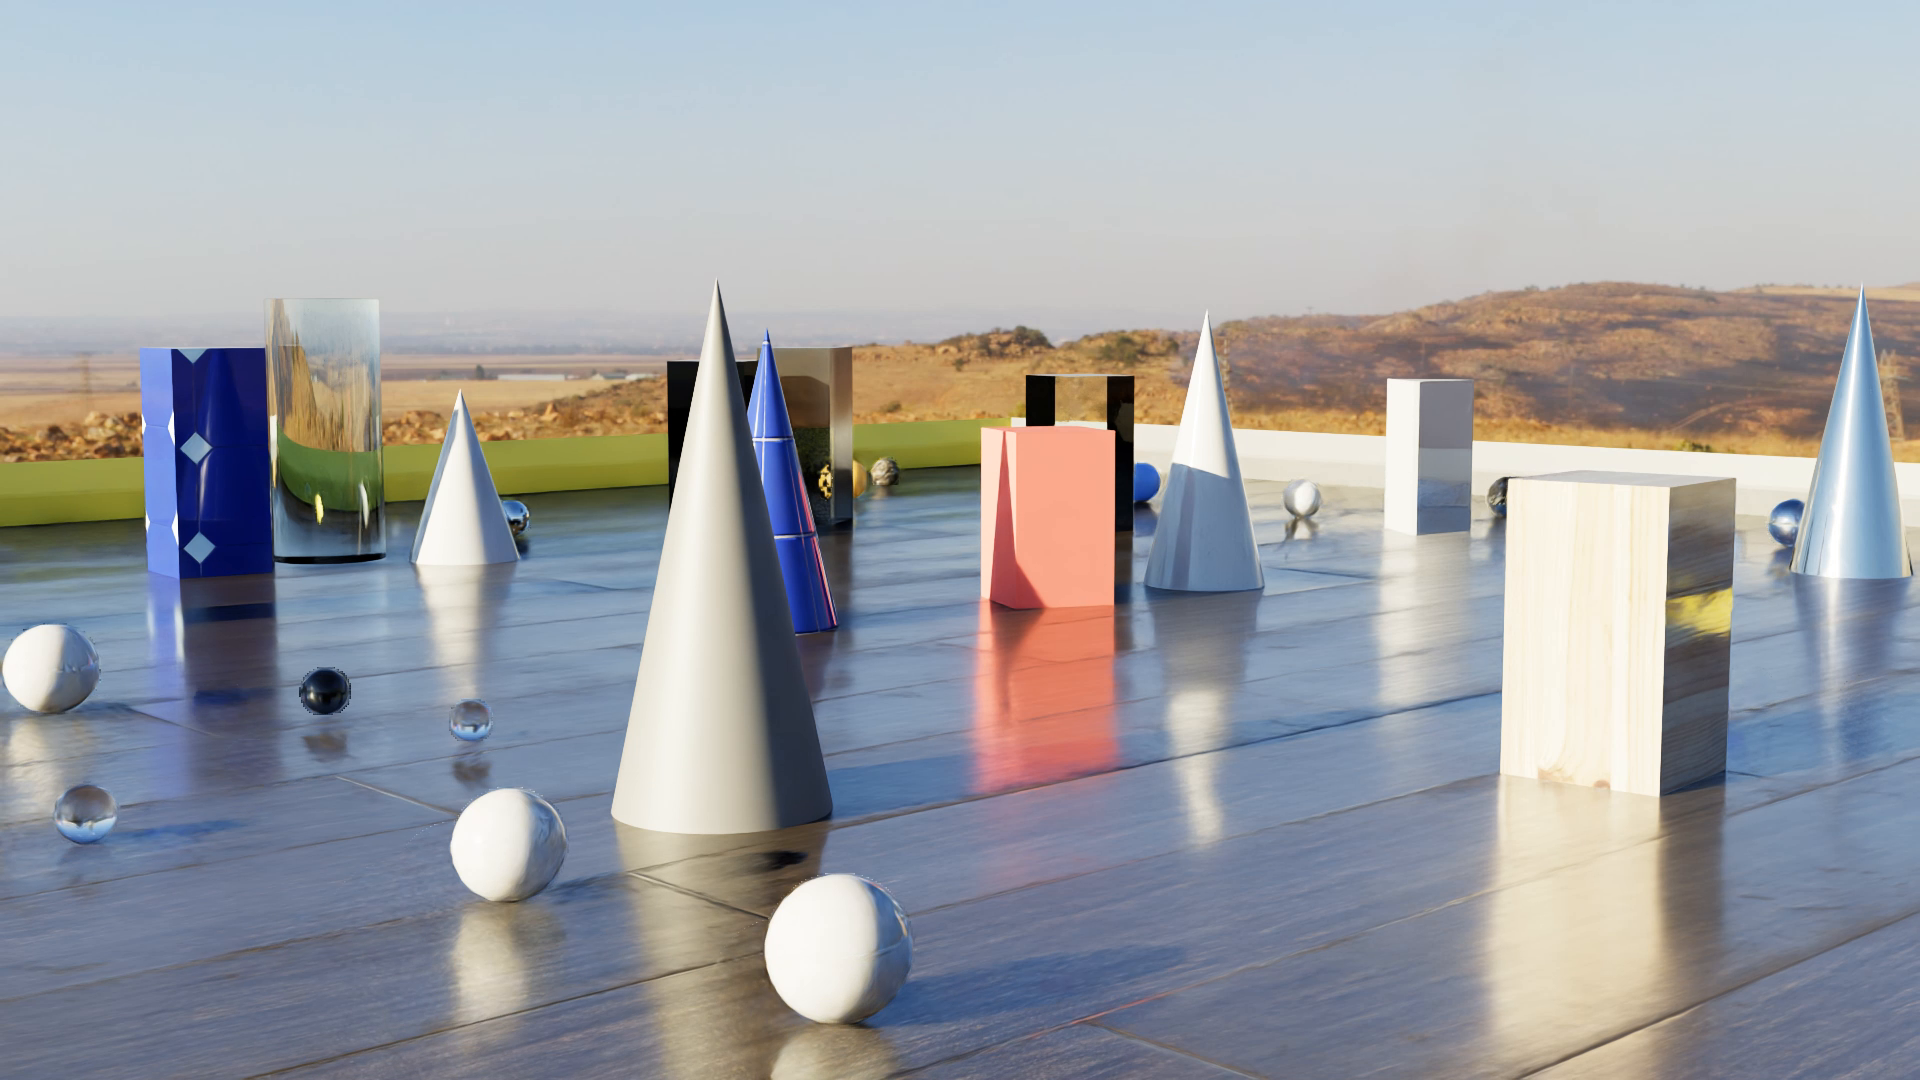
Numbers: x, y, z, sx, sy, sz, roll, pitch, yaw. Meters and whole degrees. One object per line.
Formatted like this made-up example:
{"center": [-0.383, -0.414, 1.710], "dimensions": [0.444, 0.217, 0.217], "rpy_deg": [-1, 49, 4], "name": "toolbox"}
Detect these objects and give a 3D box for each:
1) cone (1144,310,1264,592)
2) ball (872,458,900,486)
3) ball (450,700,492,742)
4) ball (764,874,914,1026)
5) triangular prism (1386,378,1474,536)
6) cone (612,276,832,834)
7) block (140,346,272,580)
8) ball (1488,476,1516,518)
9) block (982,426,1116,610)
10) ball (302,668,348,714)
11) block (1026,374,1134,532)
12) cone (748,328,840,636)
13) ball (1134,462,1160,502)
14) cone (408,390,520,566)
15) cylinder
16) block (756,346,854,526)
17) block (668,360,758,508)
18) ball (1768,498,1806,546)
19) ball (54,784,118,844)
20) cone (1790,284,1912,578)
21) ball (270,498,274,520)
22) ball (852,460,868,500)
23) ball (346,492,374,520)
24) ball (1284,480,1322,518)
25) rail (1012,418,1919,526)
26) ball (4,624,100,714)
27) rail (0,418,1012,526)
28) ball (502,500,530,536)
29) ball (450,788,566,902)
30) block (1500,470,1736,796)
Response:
{"center": [0.400, -0.151, 3.579], "dimensions": [0.198, 0.447, 0.198], "rpy_deg": [0, 6, 0], "name": "cone"}
{"center": [-0.189, -0.171, 5.583], "dimensions": [0.071, 0.071, 0.071], "rpy_deg": [0, 6, 0], "name": "ball"}
{"center": [-0.508, 0.187, 2.282], "dimensions": [0.042, 0.042, 0.042], "rpy_deg": [0, 6, 0], "name": "ball"}
{"center": [-0.076, 0.256, 1.378], "dimensions": [0.093, 0.093, 0.093], "rpy_deg": [0, 6, 0], "name": "ball"}
{"center": [0.925, -0.173, 4.467], "dimensions": [0.172, 0.305, 0.149], "rpy_deg": [-5, 7, -37], "name": "triangular prism"}
{"center": [-0.213, 0.004, 1.951], "dimensions": [0.198, 0.475, 0.198], "rpy_deg": [0, 6, 0], "name": "cone"}
{"center": [-1.286, -0.136, 3.751], "dimensions": [0.159, 0.382, 0.159], "rpy_deg": [-5, 8, -38], "name": "block"}
{"center": [1.183, -0.093, 4.742], "dimensions": [0.090, 0.090, 0.090], "rpy_deg": [0, 6, 0], "name": "ball"}
{"center": [0.134, -0.038, 3.378], "dimensions": [0.159, 0.264, 0.159], "rpy_deg": [-2, 6, -18], "name": "block"}
{"center": [-0.703, 0.168, 2.435], "dimensions": [0.050, 0.050, 0.050], "rpy_deg": [0, 6, 0], "name": "ball"}
{"center": [0.243, -0.178, 4.476], "dimensions": [0.159, 0.314, 0.159], "rpy_deg": [-4, 7, -31], "name": "block"}
{"center": [-0.270, -0.088, 3.093], "dimensions": [0.198, 0.423, 0.198], "rpy_deg": [0, 6, 0], "name": "cone"}
{"center": [0.423, -0.136, 5.142], "dimensions": [0.092, 0.092, 0.092], "rpy_deg": [0, 6, 0], "name": "ball"}
{"center": [-0.893, -0.119, 3.944], "dimensions": [0.198, 0.307, 0.198], "rpy_deg": [0, 6, 0], "name": "cone"}
{"center": [-1.139, -0.199, 3.947], "dimensions": [0.198, 0.465, 0.198], "rpy_deg": [0, 6, 0], "name": "cylinder"}
{"center": [-0.327, -0.224, 4.658], "dimensions": [0.159, 0.368, 0.159], "rpy_deg": [2, 6, 14], "name": "block"}
{"center": [-0.490, -0.191, 4.452], "dimensions": [0.159, 0.345, 0.159], "rpy_deg": [1, 6, 10], "name": "block"}
{"center": [1.575, -0.032, 4.158], "dimensions": [0.091, 0.091, 0.091], "rpy_deg": [0, 6, 0], "name": "ball"}
{"center": [-0.733, 0.229, 1.844], "dimensions": [0.050, 0.050, 0.050], "rpy_deg": [0, 6, 0], "name": "ball"}
{"center": [1.525, -0.192, 3.740], "dimensions": [0.198, 0.494, 0.198], "rpy_deg": [0, 6, 0], "name": "cone"}
{"center": [-1.414, -0.058, 4.377], "dimensions": [0.097, 0.097, 0.097], "rpy_deg": [0, 6, 0], "name": "ball"}
{"center": [-0.266, -0.143, 5.185], "dimensions": [0.097, 0.097, 0.097], "rpy_deg": [0, 6, 0], "name": "ball"}
{"center": [-1.284, -0.074, 4.705], "dimensions": [0.059, 0.059, 0.059], "rpy_deg": [0, 6, 0], "name": "ball"}
{"center": [0.739, -0.090, 4.744], "dimensions": [0.083, 0.083, 0.083], "rpy_deg": [0, 6, 0], "name": "ball"}
{"center": [1.656, -0.125, 4.852], "dimensions": [0.045, 0.129, 4.487], "rpy_deg": [-5, 8, -42], "name": "rail"}
{"center": [-1.007, 0.143, 2.438], "dimensions": [0.099, 0.099, 0.099], "rpy_deg": [0, 6, 0], "name": "ball"}
{"center": [-1.505, -0.136, 4.954], "dimensions": [4.555, 0.129, 0.045], "rpy_deg": [-5, 8, -42], "name": "rail"}
{"center": [-0.887, -0.043, 4.344], "dimensions": [0.073, 0.073, 0.073], "rpy_deg": [0, 6, 0], "name": "ball"}
{"center": [-0.340, 0.231, 1.660], "dimensions": [0.085, 0.085, 0.085], "rpy_deg": [0, 6, 0], "name": "ball"}
{"center": [0.634, 0.083, 2.118], "dimensions": [0.159, 0.285, 0.159], "rpy_deg": [5, 8, 40], "name": "block"}
